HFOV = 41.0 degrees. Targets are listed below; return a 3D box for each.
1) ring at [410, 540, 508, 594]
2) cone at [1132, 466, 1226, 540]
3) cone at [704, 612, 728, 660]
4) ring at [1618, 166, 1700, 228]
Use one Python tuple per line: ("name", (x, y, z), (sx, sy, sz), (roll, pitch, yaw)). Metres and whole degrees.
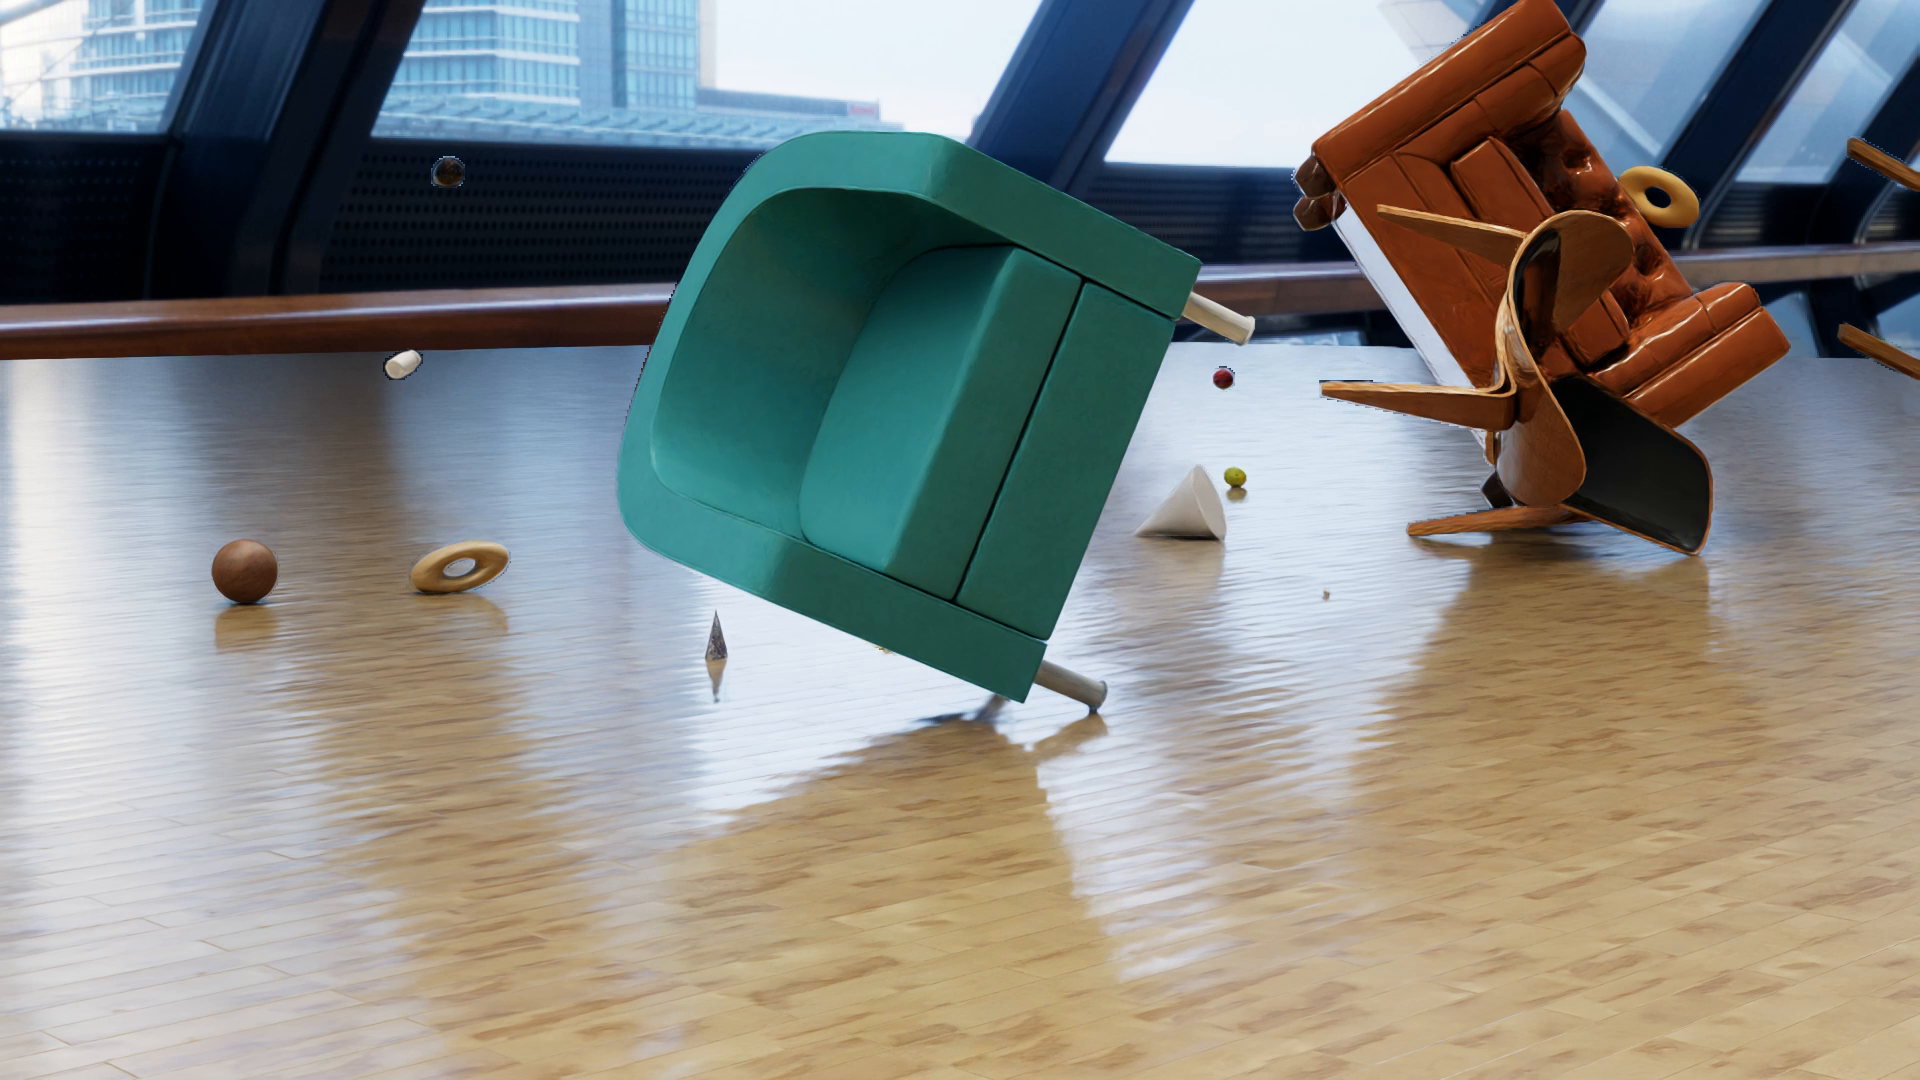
("ring", (-1.044, 0.057, 5.353), (0.213, 0.101, 0.061), (-16, 16, -23))
("cone", (0.531, -0.052, 6.472), (0.223, 0.211, 0.180), (-24, -43, 22))
("cone", (-0.421, 0.160, 4.435), (0.038, 0.087, 0.058), (2, 6, 18))
("ring", (1.953, -0.959, 7.179), (0.049, 0.149, 0.280), (-1, 29, -44))
